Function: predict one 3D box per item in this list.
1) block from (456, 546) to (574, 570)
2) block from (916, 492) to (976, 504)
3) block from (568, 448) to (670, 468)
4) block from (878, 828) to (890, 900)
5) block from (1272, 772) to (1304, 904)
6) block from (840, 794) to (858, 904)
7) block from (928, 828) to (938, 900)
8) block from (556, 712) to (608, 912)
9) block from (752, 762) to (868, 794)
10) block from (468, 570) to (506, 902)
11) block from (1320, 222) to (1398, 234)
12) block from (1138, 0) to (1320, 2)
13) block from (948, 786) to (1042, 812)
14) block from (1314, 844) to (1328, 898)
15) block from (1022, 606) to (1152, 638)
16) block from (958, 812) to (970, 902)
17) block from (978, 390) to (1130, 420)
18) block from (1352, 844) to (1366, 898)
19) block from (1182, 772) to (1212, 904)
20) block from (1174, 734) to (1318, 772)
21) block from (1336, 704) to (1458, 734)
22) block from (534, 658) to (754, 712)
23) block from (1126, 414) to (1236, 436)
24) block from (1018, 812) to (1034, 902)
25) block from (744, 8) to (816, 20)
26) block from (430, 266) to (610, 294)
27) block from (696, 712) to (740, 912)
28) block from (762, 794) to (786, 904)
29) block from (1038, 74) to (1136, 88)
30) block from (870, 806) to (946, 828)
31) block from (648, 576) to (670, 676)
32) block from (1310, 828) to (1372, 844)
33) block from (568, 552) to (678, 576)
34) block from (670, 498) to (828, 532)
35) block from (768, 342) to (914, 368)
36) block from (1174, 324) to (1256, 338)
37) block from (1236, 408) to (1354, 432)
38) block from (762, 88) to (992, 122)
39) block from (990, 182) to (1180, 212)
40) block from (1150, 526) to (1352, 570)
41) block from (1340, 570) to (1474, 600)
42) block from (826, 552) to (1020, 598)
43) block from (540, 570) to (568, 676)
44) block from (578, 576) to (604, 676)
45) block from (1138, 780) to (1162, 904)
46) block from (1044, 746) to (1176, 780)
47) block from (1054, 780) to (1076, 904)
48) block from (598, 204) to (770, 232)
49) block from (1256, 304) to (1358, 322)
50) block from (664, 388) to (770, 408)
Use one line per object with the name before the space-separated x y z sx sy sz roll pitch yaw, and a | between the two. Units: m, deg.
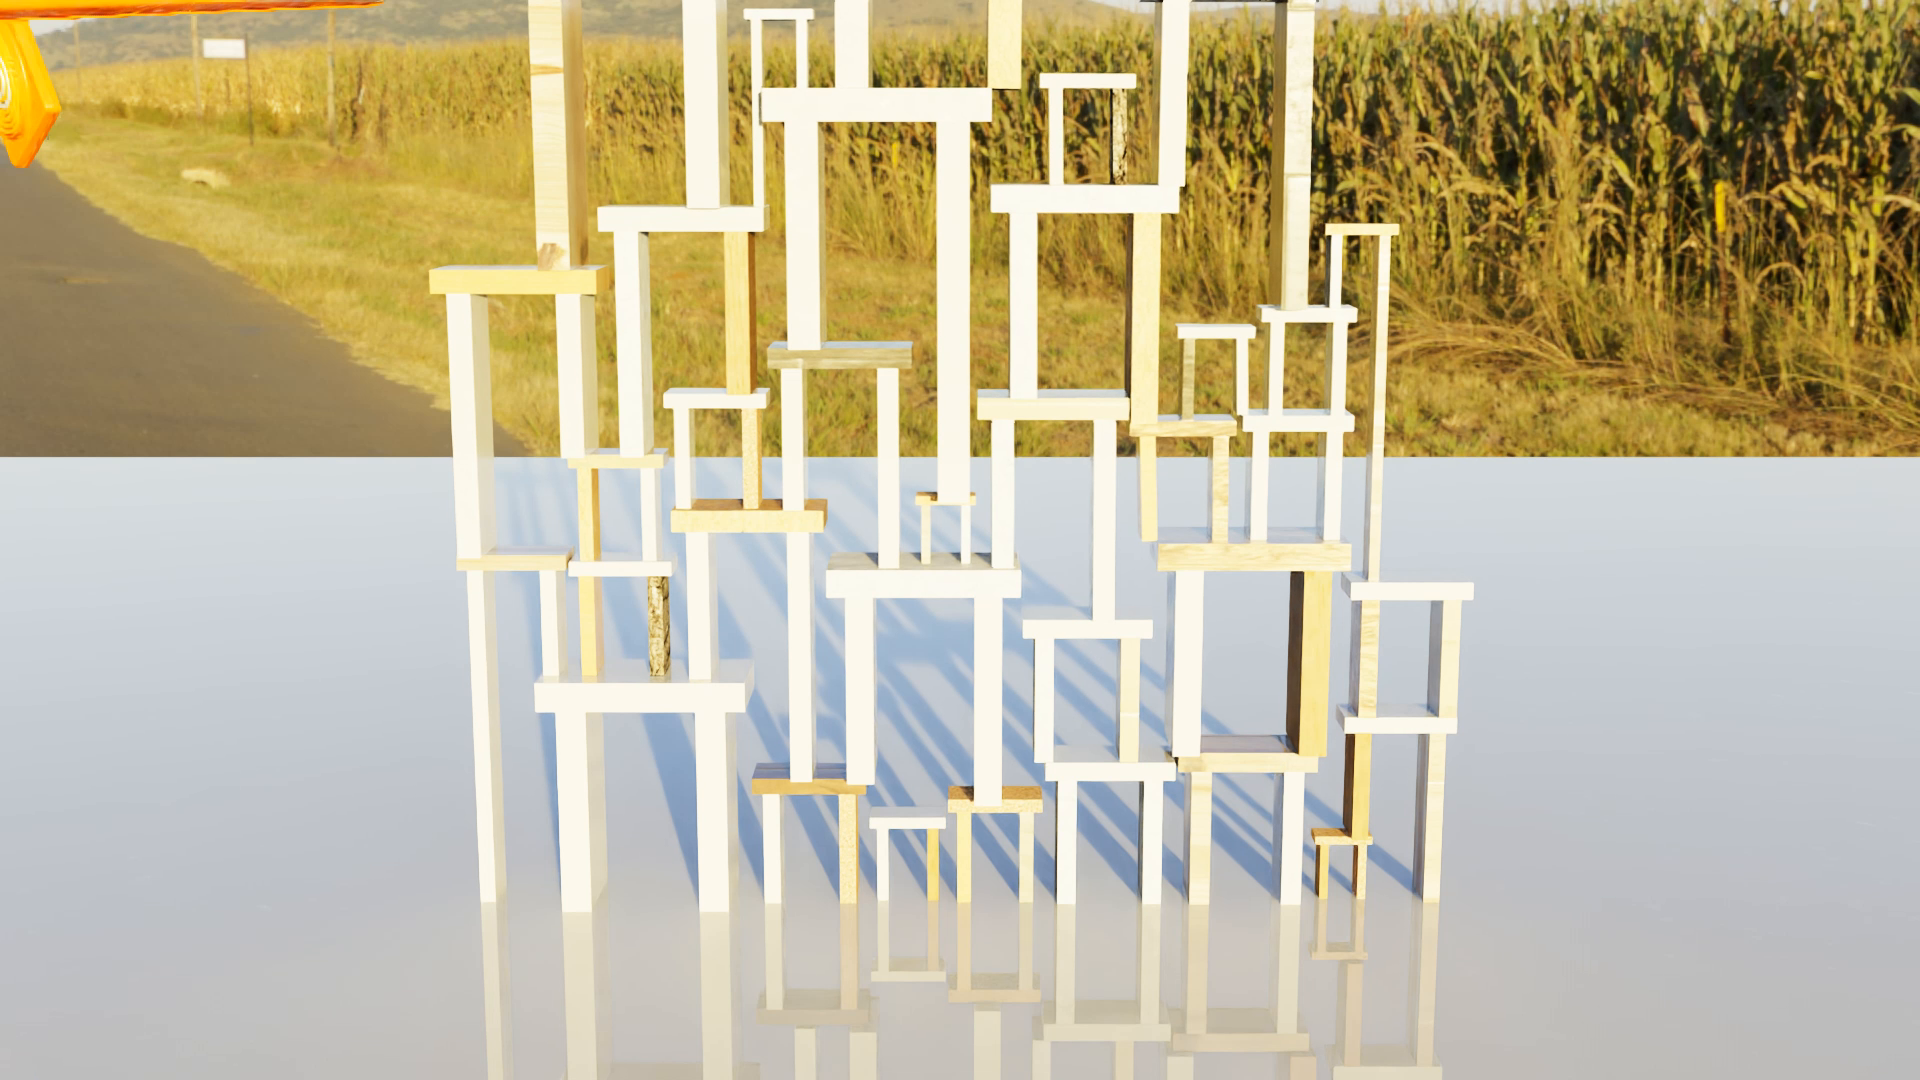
block | -0.720 0.029 3.568 0.175 0.025 0.087 0 11 0
block | -0.023 -0.068 3.551 0.096 0.014 0.048 0 11 0
block | -0.549 -0.132 3.539 0.151 0.021 0.076 0 11 0
block | -0.127 0.529 3.656 0.018 0.124 0.062 0 11 0
block | 0.544 0.478 3.652 0.032 0.226 0.113 0 11 0
block | -0.184 0.498 3.652 0.026 0.186 0.093 0 11 0
block | -0.045 0.529 3.656 0.018 0.124 0.062 0 11 0
block | -0.624 0.426 3.635 0.048 0.336 0.168 0 11 0
block | -0.246 0.394 3.633 0.186 0.026 0.093 0 11 0
block | -0.778 0.315 3.621 0.025 0.558 0.087 0 11 0
block | 0.628 -0.490 3.464 0.114 0.016 0.057 0 11 -1
block | 0.422 -0.854 3.396 0.282 0.040 0.141 0 11 0
block | 0.058 0.428 3.636 0.154 0.022 0.077 0 11 0
block | 0.602 0.544 3.660 0.013 0.094 0.047 0 11 0
block | 0.206 0.134 3.589 0.208 0.029 0.104 0 11 0
block | 0.007 0.515 3.652 0.022 0.154 0.077 0 11 0
block | 0.148 -0.217 3.514 0.239 0.034 0.120 0 11 0
block | 0.664 0.544 3.660 0.013 0.094 0.047 0 11 0
block | 0.394 0.478 3.652 0.032 0.226 0.113 0 11 0
block | 0.469 0.352 3.628 0.226 0.032 0.113 0 11 0
block | 0.716 0.293 3.617 0.182 0.026 0.091 0 11 0
block | -0.512 0.237 3.600 0.336 0.048 0.168 0 11 0
block | 0.353 -0.184 3.522 0.168 0.024 0.084 0 11 0
block | 0.109 0.515 3.652 0.022 0.154 0.077 0 11 0
block | -0.279 -0.814 3.410 0.105 0.015 0.053 0 11 1
block | -0.694 -0.413 3.478 0.258 0.037 0.129 0 11 0
block | -0.400 0.425 3.635 0.048 0.336 0.168 0 10 0
block | -0.308 0.498 3.652 0.026 0.186 0.093 0 11 0
block | 0.197 -0.714 3.425 0.148 0.021 0.074 0 11 -1
block | -0.086 0.460 3.643 0.124 0.018 0.062 0 11 0
block | -0.491 0.132 3.587 0.023 0.165 0.082 0 11 0
block | 0.633 0.492 3.650 0.094 0.013 0.047 0 10 0
block | -0.546 0.039 3.570 0.165 0.023 0.082 0 11 0
block | -0.338 -0.040 3.549 0.241 0.034 0.121 0 11 0
block | -0.189 -0.295 3.501 0.226 0.032 0.113 0 11 0
block | 0.405 -0.333 3.501 0.121 0.017 0.061 0 11 0
block | 0.537 -0.192 3.526 0.176 0.025 0.088 0 11 0
block | -0.126 -0.679 3.434 0.349 0.049 0.175 0 11 0
block | 0.193 -0.538 3.456 0.289 0.041 0.144 0 11 0
block | 0.468 0.014 3.566 0.306 0.043 0.153 0 11 0
block | 0.726 0.074 3.577 0.196 0.028 0.098 0 11 0
block | -0.058 0.056 3.569 0.309 0.044 0.154 0 11 0
block | -0.662 0.127 3.586 0.025 0.175 0.087 0 11 0
block | -0.601 0.132 3.587 0.023 0.165 0.082 0 11 0
block | 0.315 0.486 3.653 0.030 0.211 0.105 0 11 0
block | 0.245 0.368 3.631 0.211 0.030 0.105 0 11 0
block | 0.175 0.486 3.653 0.030 0.211 0.105 0 11 0
block | -0.433 -0.508 3.469 0.256 0.036 0.128 0 11 0
block | 0.549 -0.360 3.488 0.149 0.021 0.074 0 11 0
block | -0.388 -0.227 3.517 0.161 0.023 0.081 0 11 0
